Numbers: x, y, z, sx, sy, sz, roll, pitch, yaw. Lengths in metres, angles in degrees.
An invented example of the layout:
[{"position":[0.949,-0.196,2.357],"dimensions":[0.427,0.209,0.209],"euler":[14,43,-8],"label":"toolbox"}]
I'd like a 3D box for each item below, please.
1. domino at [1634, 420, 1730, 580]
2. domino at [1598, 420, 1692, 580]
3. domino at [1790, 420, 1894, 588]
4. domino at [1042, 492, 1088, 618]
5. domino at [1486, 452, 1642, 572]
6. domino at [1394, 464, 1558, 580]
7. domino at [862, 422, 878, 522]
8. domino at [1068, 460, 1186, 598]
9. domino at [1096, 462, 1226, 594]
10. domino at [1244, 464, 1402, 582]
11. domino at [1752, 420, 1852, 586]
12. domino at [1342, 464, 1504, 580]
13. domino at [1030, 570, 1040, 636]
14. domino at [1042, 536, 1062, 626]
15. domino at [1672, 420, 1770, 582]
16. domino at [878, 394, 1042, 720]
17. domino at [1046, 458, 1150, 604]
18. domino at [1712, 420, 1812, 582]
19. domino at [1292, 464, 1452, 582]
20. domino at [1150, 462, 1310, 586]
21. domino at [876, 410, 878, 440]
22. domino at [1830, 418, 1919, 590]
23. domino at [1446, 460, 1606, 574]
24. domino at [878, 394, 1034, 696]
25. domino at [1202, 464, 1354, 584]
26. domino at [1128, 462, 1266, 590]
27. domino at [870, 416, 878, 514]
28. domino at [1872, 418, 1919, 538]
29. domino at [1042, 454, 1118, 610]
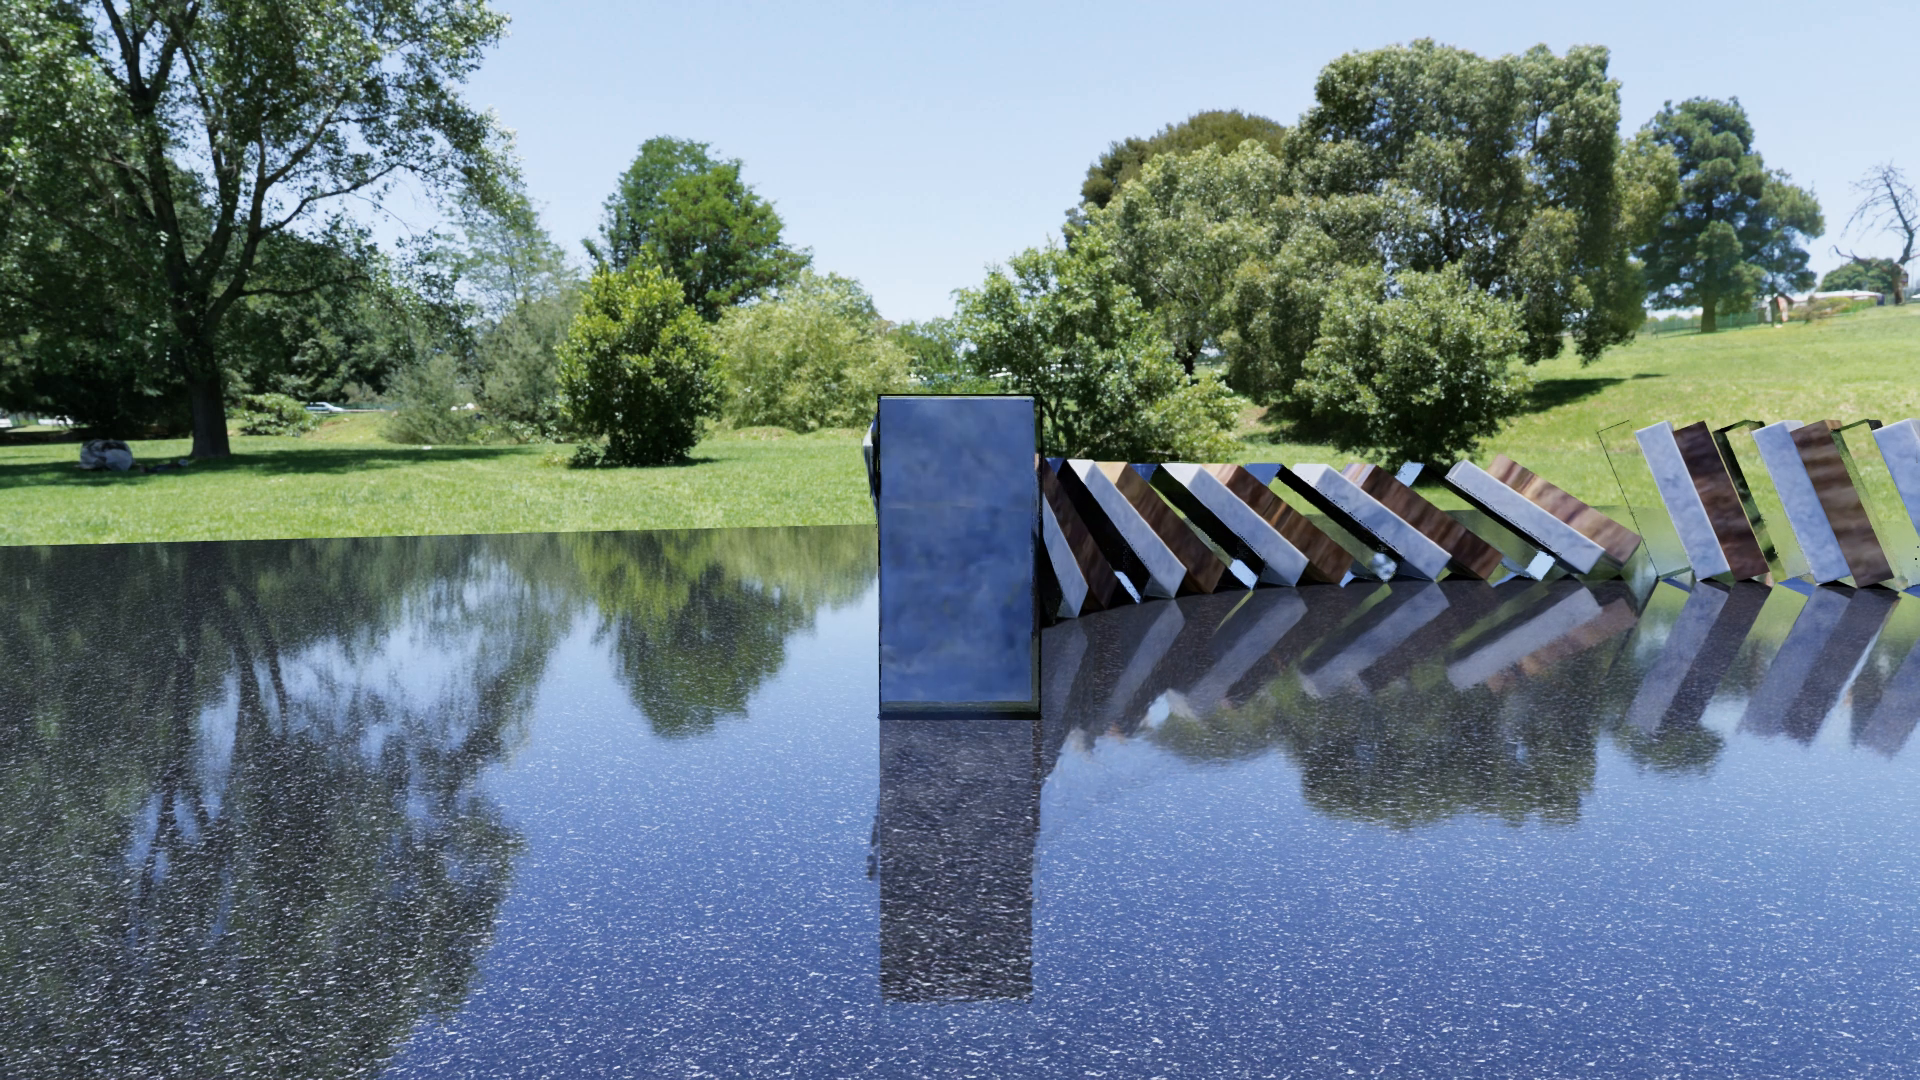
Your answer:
[{"position":[0.231,-0.013,0.410],"dimensions":[0.009,0.050,0.025],"euler":[-24,-9,31],"label":"domino"},{"position":[0.219,-0.013,0.411],"dimensions":[0.009,0.050,0.025],"euler":[-23,-7,27],"label":"domino"},{"position":[0.270,-0.012,0.390],"dimensions":[0.025,0.050,0.009],"euler":[-5,-16,-46],"label":"domino"},{"position":[0.010,-0.001,0.306],"dimensions":[0.025,0.010,0.050],"euler":[3,-39,30],"label":"domino"},{"position":[0.196,-0.009,0.420],"dimensions":[0.050,0.009,0.025],"euler":[38,9,25],"label":"domino"},{"position":[0.164,-0.006,0.412],"dimensions":[0.050,0.009,0.025],"euler":[35,6,1],"label":"domino"},{"position":[-0.002,-0.001,0.259],"dimensions":[0.025,0.050,0.009],"euler":[1,37,13],"label":"domino"},{"position":[0.038,-0.003,0.350],"dimensions":[0.025,0.009,0.050],"euler":[5,-32,48],"label":"domino"},{"position":[0.050,-0.003,0.363],"dimensions":[0.050,0.009,0.025],"euler":[42,-21,-32],"label":"domino"},{"position":[0.111,-0.006,0.401],"dimensions":[0.050,0.009,0.025],"euler":[35,-4,-13],"label":"domino"},{"position":[0.263,-0.012,0.397],"dimensions":[0.025,0.050,0.009],"euler":[-5,-16,-46],"label":"domino"},{"position":[0.146,-0.006,0.410],"dimensions":[0.050,0.009,0.025],"euler":[34,2,-5],"label":"domino"},{"position":[0.000,-0.001,0.274],"dimensions":[0.025,0.050,0.009],"euler":[1,42,19],"label":"domino"},{"position":[0.005,-0.001,0.290],"dimensions":[0.025,0.050,0.009],"euler":[2,47,24],"label":"domino"},{"position":[0.242,-0.013,0.407],"dimensions":[0.009,0.050,0.025],"euler":[-24,-10,34],"label":"domino"},{"position":[0.000,0.002,0.201],"dimensions":[0.025,0.050,0.009],"euler":[0,4,0],"label":"domino"},{"position":[0.027,-0.002,0.336],"dimensions":[0.025,0.009,0.050],"euler":[4,-34,42],"label":"domino"},{"position":[0.254,-0.013,0.403],"dimensions":[0.025,0.050,0.009],"euler":[-5,-16,-46],"label":"domino"},{"position":[0.128,-0.006,0.407],"dimensions":[0.050,0.009,0.025],"euler":[35,-1,-8],"label":"domino"},{"position":[0.079,-0.005,0.385],"dimensions":[0.050,0.009,0.025],"euler":[37,-12,-23],"label":"domino"},{"position":[-0.002,0.000,0.228],"dimensions":[0.025,0.050,0.009],"euler":[0,23,0],"label":"domino"},{"position":[0.277,-0.011,0.383],"dimensions":[0.025,0.050,0.009],"euler":[-5,-16,-46],"label":"domino"},{"position":[0.181,-0.007,0.415],"dimensions":[0.050,0.009,0.025],"euler":[36,8,11],"label":"domino"},{"position":[-0.001,0.001,0.215],"dimensions":[0.025,0.050,0.009],"euler":[0,14,0],"label":"domino"},{"position":[0.094,-0.005,0.394],"dimensions":[0.050,0.009,0.025],"euler":[36,-7,-18],"label":"domino"},{"position":[0.064,-0.004,0.375],"dimensions":[0.050,0.009,0.025],"euler":[39,-15,-27],"label":"domino"},{"position":[-0.002,0.000,0.243],"dimensions":[0.025,0.050,0.009],"euler":[0,31,4],"label":"domino"},{"position":[0.284,-0.010,0.375],"dimensions":[0.025,0.050,0.009],"euler":[-5,-16,-46],"label":"domino"},{"position":[0.018,-0.002,0.321],"dimensions":[0.025,0.009,0.050],"euler":[3,-36,35],"label":"domino"}]
